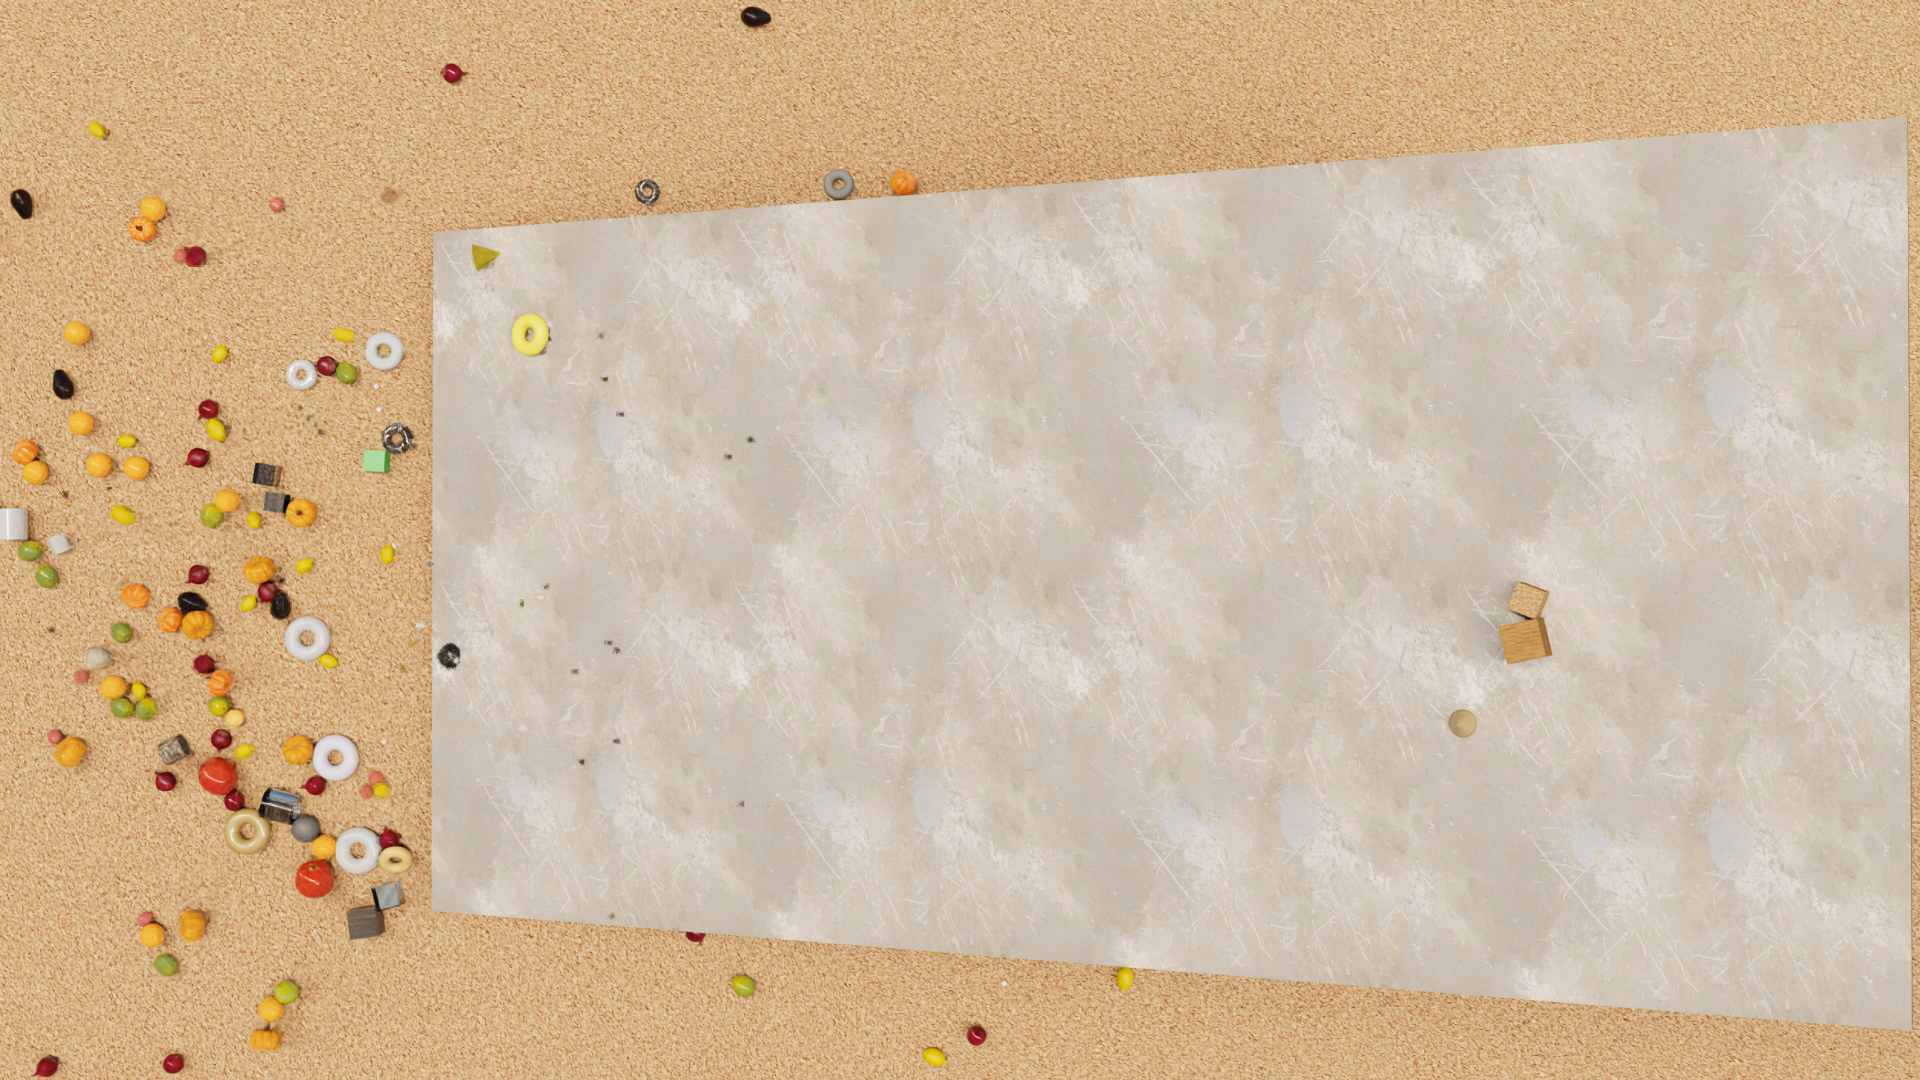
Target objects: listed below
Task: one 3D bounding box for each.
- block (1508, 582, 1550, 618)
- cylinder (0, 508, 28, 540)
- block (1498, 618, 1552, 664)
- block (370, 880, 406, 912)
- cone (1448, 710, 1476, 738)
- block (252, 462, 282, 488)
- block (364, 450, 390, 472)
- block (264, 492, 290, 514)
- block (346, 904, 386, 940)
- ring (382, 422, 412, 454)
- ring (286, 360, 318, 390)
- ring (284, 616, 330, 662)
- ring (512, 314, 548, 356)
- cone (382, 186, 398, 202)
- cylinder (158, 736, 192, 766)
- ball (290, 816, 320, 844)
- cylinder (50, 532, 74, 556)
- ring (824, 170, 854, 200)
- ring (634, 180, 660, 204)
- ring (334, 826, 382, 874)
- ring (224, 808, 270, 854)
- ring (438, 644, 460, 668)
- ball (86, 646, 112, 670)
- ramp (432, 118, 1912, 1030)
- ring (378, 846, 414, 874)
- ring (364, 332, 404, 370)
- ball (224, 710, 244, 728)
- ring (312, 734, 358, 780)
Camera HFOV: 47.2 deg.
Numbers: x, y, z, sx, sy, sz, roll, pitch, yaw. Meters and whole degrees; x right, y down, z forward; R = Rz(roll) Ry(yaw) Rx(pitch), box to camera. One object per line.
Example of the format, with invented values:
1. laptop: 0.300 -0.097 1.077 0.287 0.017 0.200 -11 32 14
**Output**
1. block: 1.325 0.140 5.123 0.067 0.067 0.067 22 99 23
2. cylinder: -2.818 -0.047 6.532 0.091 0.091 0.091 -1 89 0
3. block: 1.315 0.235 5.114 0.090 0.090 0.090 -14 83 24
4. block: -1.697 1.056 6.529 0.071 0.071 0.071 -15 89 0
5. cone: 1.178 0.435 5.187 0.067 0.067 0.067 0 89 25
6. block: -2.062 -0.194 6.548 0.063 0.063 0.063 9 89 0
7. block: -1.737 -0.234 6.548 0.062 0.062 0.062 3 89 0
8. block: -2.035 -0.112 6.549 0.057 0.057 0.057 8 89 0
9. block: -1.761 1.132 6.522 0.084 0.084 0.084 -8 89 0
10. ring: -1.680 -0.302 6.565 0.095 0.032 0.095 0 89 1
11. ring: -1.966 -0.493 6.567 0.093 0.031 0.093 0 88 0
12. ring: -1.944 0.293 6.551 0.136 0.045 0.136 0 89 -1
13. ring: -1.237 -0.590 6.324 0.123 0.041 0.123 -1 88 26
14. cone: -1.711 -1.044 6.577 0.051 0.051 0.051 -22 63 0
15. cylinder: -2.335 0.626 6.535 0.068 0.068 0.068 -28 89 0
16. ball: -1.943 0.859 6.526 0.082 0.082 0.082 0 89 0
17. cylinder: -2.678 0.013 6.550 0.052 0.052 0.052 -25 89 0
18. ring: -0.362 -1.063 6.574 0.092 0.031 0.092 0 88 1
19. ring: -0.935 -1.041 6.576 0.077 0.026 0.077 0 89 -1
20. ring: -1.790 0.924 6.543 0.142 0.047 0.142 0 89 1
21. ring: -2.120 0.867 6.544 0.139 0.046 0.139 0 88 1
22. ring: -1.494 0.340 6.440 0.075 0.025 0.075 -1 87 25
23. ball: -2.560 0.352 6.538 0.070 0.070 0.070 0 89 0
24. ramp: 0.282 0.082 5.695 4.000 0.100 2.000 0 89 25
25. ring: -1.675 0.950 6.531 0.101 0.034 0.101 -3 126 -4
26. ring: -1.719 -0.564 6.564 0.117 0.039 0.117 0 89 -1
27. ball: -2.160 0.531 6.543 0.055 0.055 0.055 0 89 0
28. ring: -1.859 0.648 6.546 0.139 0.046 0.139 0 89 1
